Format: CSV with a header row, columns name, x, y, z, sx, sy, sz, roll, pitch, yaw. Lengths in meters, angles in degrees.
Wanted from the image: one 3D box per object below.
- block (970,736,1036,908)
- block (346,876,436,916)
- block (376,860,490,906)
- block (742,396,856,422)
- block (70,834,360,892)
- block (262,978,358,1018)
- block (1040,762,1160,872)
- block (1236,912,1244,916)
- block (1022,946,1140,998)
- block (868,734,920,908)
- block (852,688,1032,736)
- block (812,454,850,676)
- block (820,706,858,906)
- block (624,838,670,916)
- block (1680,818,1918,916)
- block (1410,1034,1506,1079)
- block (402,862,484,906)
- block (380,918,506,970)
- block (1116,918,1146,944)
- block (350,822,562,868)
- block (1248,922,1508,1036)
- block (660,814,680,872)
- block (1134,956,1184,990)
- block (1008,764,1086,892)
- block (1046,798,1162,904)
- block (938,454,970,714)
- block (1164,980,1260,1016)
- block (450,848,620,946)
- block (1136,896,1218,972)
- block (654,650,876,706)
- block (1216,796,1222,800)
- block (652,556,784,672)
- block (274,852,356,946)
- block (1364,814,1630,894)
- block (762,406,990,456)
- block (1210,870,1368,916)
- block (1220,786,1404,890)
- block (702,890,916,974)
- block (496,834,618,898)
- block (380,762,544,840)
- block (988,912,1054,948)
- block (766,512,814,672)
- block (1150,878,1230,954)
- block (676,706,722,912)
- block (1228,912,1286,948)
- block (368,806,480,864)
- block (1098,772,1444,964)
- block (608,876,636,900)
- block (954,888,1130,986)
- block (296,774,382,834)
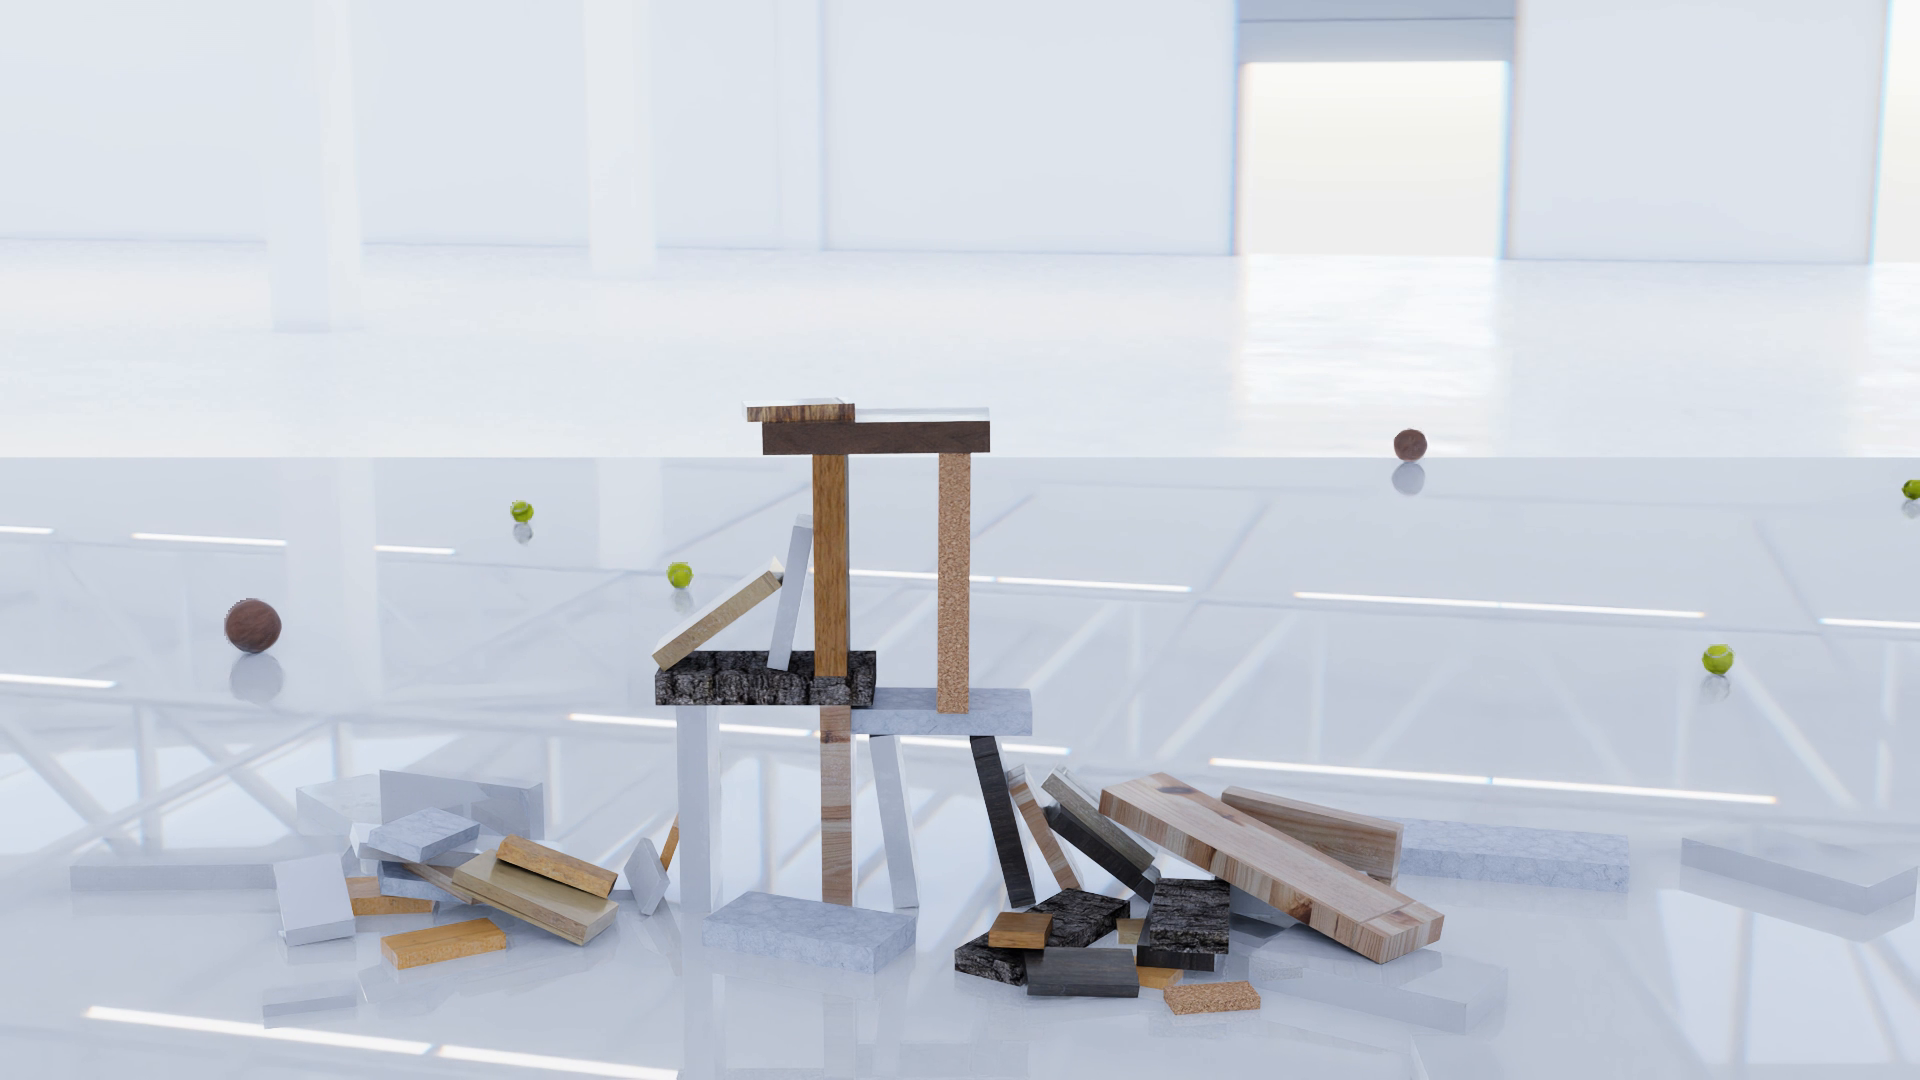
name,x,y,z,sx,sy,sz,roll,pitch,yaw
block,0.071,0.446,3.643,0.041,0.292,0.146,-14,10,3
block,-0.970,0.585,3.616,0.209,0.030,0.104,-1,11,-7
block,-0.845,0.560,3.608,0.209,0.030,0.104,10,9,-21
block,-0.258,-0.208,3.499,0.171,0.024,0.086,-3,11,-11
block,-1.268,0.551,3.759,0.444,0.043,0.153,0,11,-2
block,-0.949,0.667,3.205,0.131,0.018,0.065,-4,11,-18
block,0.235,0.462,3.678,0.220,0.031,0.110,39,9,4
block,0.412,0.597,3.578,0.131,0.018,0.065,-5,12,-27
block,0.177,0.638,3.248,0.165,0.023,0.082,3,29,-6
block,-0.107,0.445,3.642,0.041,0.292,0.146,-8,10,1
block,-0.029,0.281,3.612,0.292,0.041,0.146,1,11,0
block,-0.207,0.026,3.559,0.050,0.356,0.178,0,11,-1
block,-0.200,0.420,3.635,0.049,0.347,0.174,0,11,0
block,-0.515,0.551,3.611,0.019,0.067,0.133,24,13,-30
block,1.424,0.552,3.741,0.168,0.048,0.337,-9,14,-39
block,0.667,0.713,2.929,0.100,0.028,0.200,0,11,2
block,-0.816,0.545,3.571,0.171,0.024,0.085,19,10,34
block,-0.802,0.625,3.412,0.171,0.024,0.086,-6,12,-31
block,0.313,0.617,3.470,0.131,0.018,0.065,0,11,0
block,-0.823,0.510,3.617,0.341,0.027,0.095,10,9,-24
block,0.616,0.644,3.248,0.337,0.048,0.168,7,13,33
block,-0.487,0.527,3.650,0.019,0.133,0.067,21,10,-4
block,0.265,0.648,3.308,0.128,0.018,0.064,5,12,27
block,0.144,0.487,3.652,0.031,0.220,0.110,-27,9,5
block,0.241,0.512,3.648,0.220,0.031,0.110,38,9,-6
block,-0.010,0.055,3.566,0.050,0.420,0.178,0,11,0
block,0.367,0.667,3.204,0.128,0.018,0.064,-2,11,-10
block,-0.676,0.566,3.500,0.237,0.034,0.118,21,13,12
block,0.345,0.604,3.400,0.117,0.033,0.233,2,11,11
block,-0.314,0.225,3.598,0.347,0.049,0.174,0,11,0
block,0.548,0.509,4.028,0.200,0.028,0.100,7,13,34
block,-0.391,0.119,3.577,0.237,0.034,0.118,-36,9,6
block,-1.037,0.575,3.530,0.104,0.030,0.209,-7,25,-20
block,0.893,0.539,3.810,0.505,0.048,0.168,3,11,15
block,-0.131,-0.175,3.522,0.356,0.050,0.178,-1,11,0
block,0.524,0.563,3.524,0.247,0.082,0.023,4,29,-4
block,0.571,0.511,3.617,0.298,0.149,0.042,10,15,25
block,-0.236,0.612,3.437,0.298,0.042,0.149,5,11,24
block,-0.653,0.529,3.571,0.189,0.027,0.094,21,-1,-2
block,-0.866,0.483,3.823,0.307,0.153,0.043,4,11,22
block,0.093,0.592,3.337,0.082,0.023,0.165,1,0,7
block,-0.272,0.083,3.573,0.034,0.237,0.118,11,10,-3
block,0.355,0.575,3.377,0.117,0.033,0.233,1,11,7
block,-0.430,0.420,3.635,0.049,0.347,0.174,0,11,0
block,0.447,0.616,3.480,0.128,0.018,0.064,10,14,42
block,-0.869,0.478,3.572,0.095,0.027,0.189,16,9,15
block,0.479,0.507,3.467,0.149,0.042,0.580,-9,24,-42
block,-0.590,0.581,3.667,0.133,0.019,0.067,0,11,0
block,0.133,0.617,3.435,0.117,0.033,0.335,7,13,33
block,-1.087,0.498,4.046,0.153,0.043,0.307,-8,13,-38
